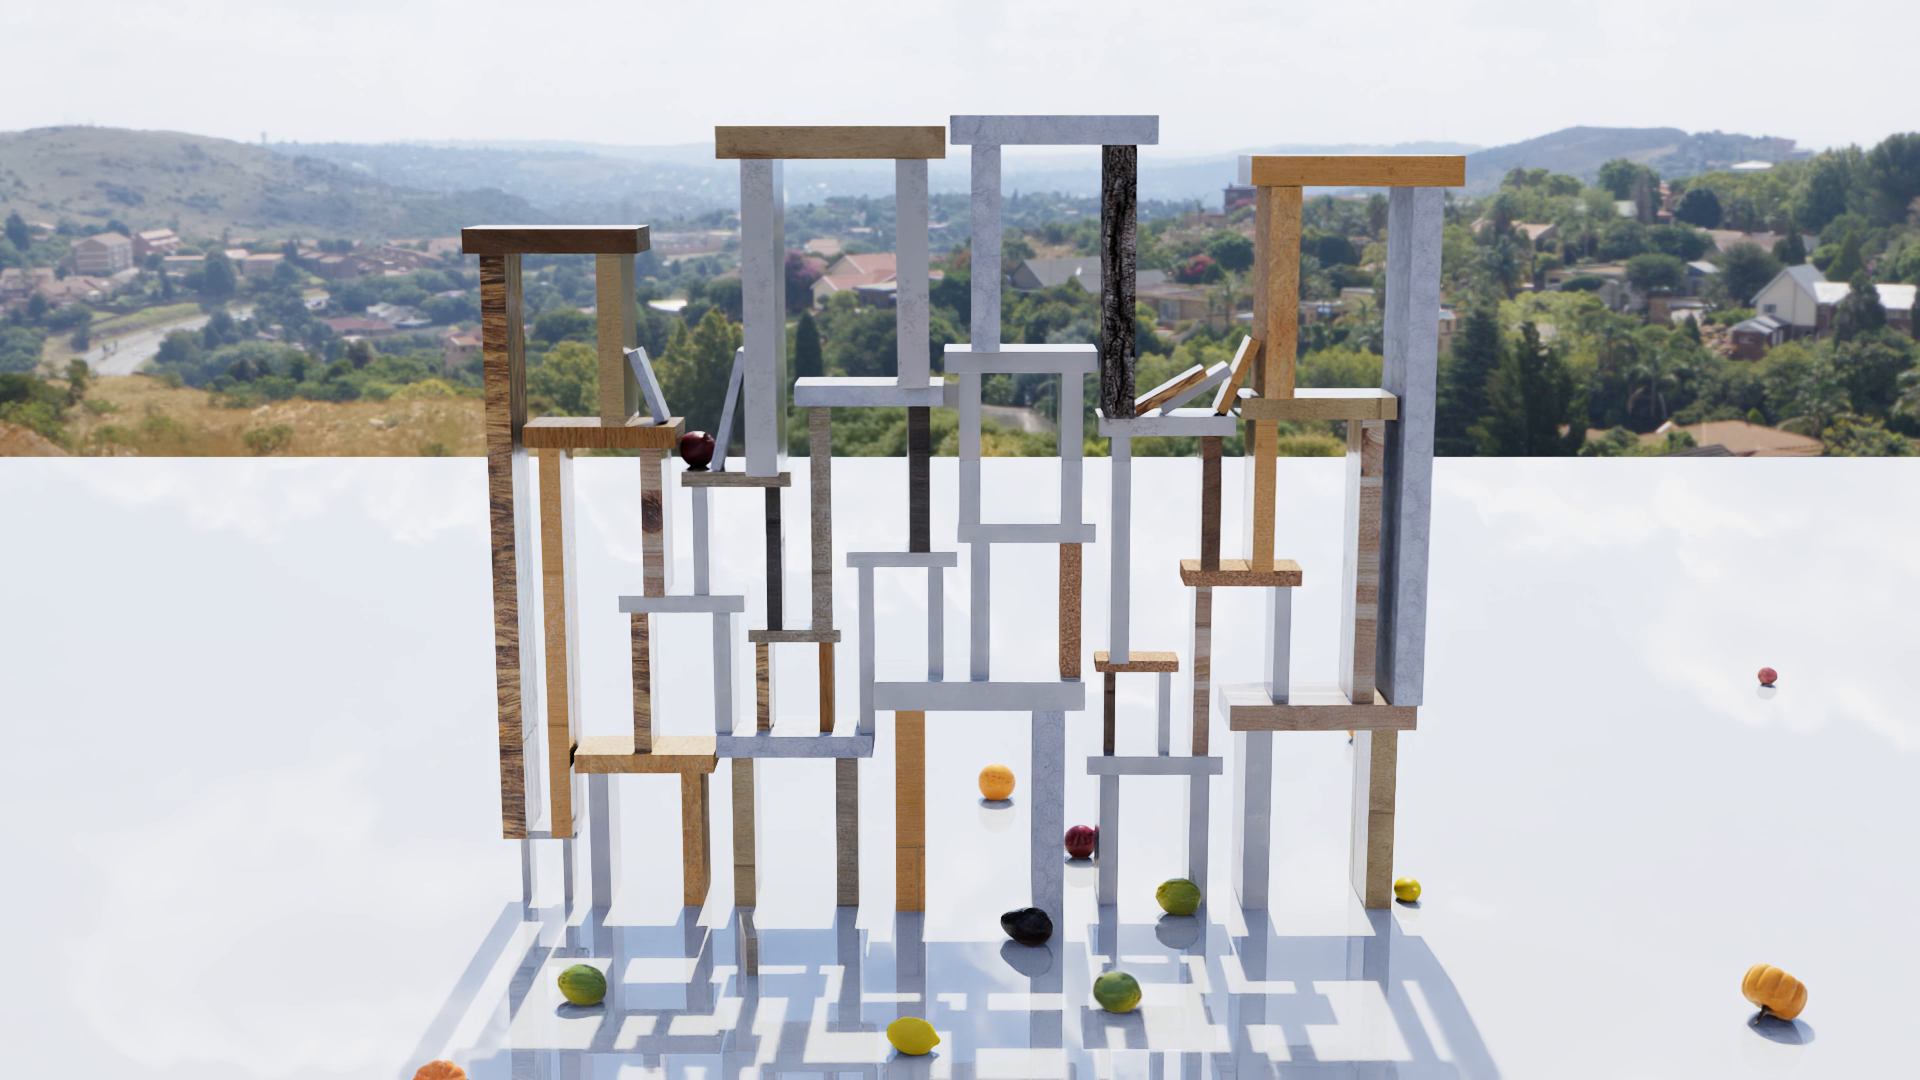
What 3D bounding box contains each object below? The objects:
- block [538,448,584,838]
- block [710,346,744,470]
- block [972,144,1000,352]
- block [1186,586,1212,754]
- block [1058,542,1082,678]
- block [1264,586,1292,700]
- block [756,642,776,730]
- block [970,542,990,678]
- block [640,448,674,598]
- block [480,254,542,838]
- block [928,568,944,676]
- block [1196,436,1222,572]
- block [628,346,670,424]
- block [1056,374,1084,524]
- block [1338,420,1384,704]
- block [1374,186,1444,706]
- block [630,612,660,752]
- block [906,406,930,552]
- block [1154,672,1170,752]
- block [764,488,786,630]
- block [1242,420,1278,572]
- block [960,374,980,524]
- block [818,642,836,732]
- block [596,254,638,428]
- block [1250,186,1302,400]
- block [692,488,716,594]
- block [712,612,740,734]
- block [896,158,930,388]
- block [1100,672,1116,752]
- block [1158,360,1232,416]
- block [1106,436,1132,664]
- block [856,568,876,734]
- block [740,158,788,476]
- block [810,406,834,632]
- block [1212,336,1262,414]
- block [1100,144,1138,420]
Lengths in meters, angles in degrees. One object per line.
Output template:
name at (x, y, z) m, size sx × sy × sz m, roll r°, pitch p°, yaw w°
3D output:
block at (-0.649, 0.159, 3.585) m, size 0.034 × 0.641 × 0.120 m, roll 0°, pitch 11°, yaw 0°
block at (-0.367, -0.210, 3.514) m, size 0.017 × 0.195 × 0.060 m, roll 14°, pitch 10°, yaw -2°
block at (0.040, -0.464, 3.479) m, size 0.045 × 0.319 × 0.159 m, roll 0°, pitch 11°, yaw 0°
block at (0.392, 0.203, 3.601) m, size 0.027 × 0.280 × 0.094 m, roll 0°, pitch 11°, yaw 0°
block at (0.179, 0.103, 3.576) m, size 0.031 × 0.221 × 0.110 m, roll 0°, pitch 11°, yaw 0°
block at (0.519, 0.158, 3.593) m, size 0.027 × 0.188 × 0.094 m, roll 0°, pitch 11°, yaw -1°
block at (-0.318, 0.231, 3.612) m, size 0.021 × 0.149 × 0.075 m, roll 1°, pitch 11°, yaw 4°
block at (0.032, 0.103, 3.577) m, size 0.031 × 0.220 × 0.110 m, roll 0°, pitch 11°, yaw 0°
block at (-0.488, -0.037, 3.545) m, size 0.034 × 0.240 × 0.120 m, roll 0°, pitch 11°, yaw 0°
block at (-0.725, 0.009, 3.559) m, size 0.038 × 0.946 × 0.135 m, roll 0°, pitch 11°, yaw 0°
block at (-0.039, 0.123, 3.584) m, size 0.025 × 0.178 × 0.089 m, roll 0°, pitch 11°, yaw 0°
block at (0.401, -0.067, 3.550) m, size 0.031 × 0.217 × 0.108 m, roll 0°, pitch 11°, yaw 2°
block at (-0.496, -0.247, 3.510) m, size 0.017 × 0.120 × 0.060 m, roll -20°, pitch 10°, yaw 4°
block at (0.176, -0.155, 3.533) m, size 0.034 × 0.240 × 0.120 m, roll 0°, pitch 11°, yaw -1°
block at (0.649, 0.025, 3.563) m, size 0.035 × 0.460 × 0.123 m, roll 0°, pitch 11°, yaw -1°
block at (0.716, -0.153, 3.532) m, size 0.046 × 0.823 × 0.164 m, roll 0°, pitch 11°, yaw -2°
block at (-0.515, 0.222, 3.602) m, size 0.029 × 0.232 × 0.101 m, roll 0°, pitch 11°, yaw 0°
block at (-0.067, -0.106, 3.548) m, size 0.033 × 0.235 × 0.117 m, roll -1°, pitch 11°, yaw -3°
block at (0.333, 0.275, 3.615) m, size 0.019 × 0.134 × 0.067 m, roll 0°, pitch 11°, yaw 0°
block at (-0.298, 0.023, 3.564) m, size 0.025 × 0.234 × 0.087 m, roll 0°, pitch 11°, yaw 0°
block at (0.483, -0.080, 3.542) m, size 0.035 × 0.246 × 0.123 m, roll 0°, pitch 11°, yaw 0°
block at (0.016, -0.155, 3.533) m, size 0.034 × 0.240 × 0.120 m, roll 0°, pitch 11°, yaw 0°
block at (-0.218, 0.232, 3.605) m, size 0.021 × 0.149 × 0.075 m, roll 0°, pitch 11°, yaw 0°
block at (-0.544, -0.323, 3.497) m, size 0.038 × 0.271 × 0.135 m, roll 0°, pitch 11°, yaw 1°
block at (0.499, -0.396, 3.481) m, size 0.046 × 0.328 × 0.164 m, roll 0°, pitch 11°, yaw -1°
block at (-0.415, -0.006, 3.560) m, size 0.025 × 0.175 × 0.087 m, roll 0°, pitch 11°, yaw 0°
block at (-0.382, 0.206, 3.604) m, size 0.029 × 0.202 × 0.101 m, roll 0°, pitch 11°, yaw 2°
block at (-0.075, -0.426, 3.483) m, size 0.050 × 0.352 × 0.176 m, roll -1°, pitch 11°, yaw -1°
block at (0.244, 0.275, 3.616) m, size 0.019 × 0.134 × 0.067 m, roll 0°, pitch 11°, yaw 0°
block at (0.374, -0.243, 3.516) m, size 0.126 × 0.018 × 0.063 m, roll -31°, pitch 9°, yaw 5°
block at (0.257, 0.008, 3.566) m, size 0.031 × 0.370 × 0.108 m, roll 0°, pitch 11°, yaw 0°
block at (-0.154, 0.171, 3.590) m, size 0.025 × 0.275 × 0.089 m, roll -1°, pitch 11°, yaw -5°
block at (-0.310, -0.357, 3.490) m, size 0.050 × 0.491 × 0.176 m, roll 0°, pitch 11°, yaw 1°
block at (-0.224, -0.042, 3.557) m, size 0.033 × 0.364 × 0.117 m, roll -1°, pitch 11°, yaw -3°
block at (0.441, -0.264, 3.511) m, size 0.018 × 0.126 × 0.063 m, roll 24°, pitch 9°, yaw -5°
block at (0.251, -0.412, 3.488) m, size 0.045 × 0.423 × 0.159 m, roll 0°, pitch 11°, yaw 0°
